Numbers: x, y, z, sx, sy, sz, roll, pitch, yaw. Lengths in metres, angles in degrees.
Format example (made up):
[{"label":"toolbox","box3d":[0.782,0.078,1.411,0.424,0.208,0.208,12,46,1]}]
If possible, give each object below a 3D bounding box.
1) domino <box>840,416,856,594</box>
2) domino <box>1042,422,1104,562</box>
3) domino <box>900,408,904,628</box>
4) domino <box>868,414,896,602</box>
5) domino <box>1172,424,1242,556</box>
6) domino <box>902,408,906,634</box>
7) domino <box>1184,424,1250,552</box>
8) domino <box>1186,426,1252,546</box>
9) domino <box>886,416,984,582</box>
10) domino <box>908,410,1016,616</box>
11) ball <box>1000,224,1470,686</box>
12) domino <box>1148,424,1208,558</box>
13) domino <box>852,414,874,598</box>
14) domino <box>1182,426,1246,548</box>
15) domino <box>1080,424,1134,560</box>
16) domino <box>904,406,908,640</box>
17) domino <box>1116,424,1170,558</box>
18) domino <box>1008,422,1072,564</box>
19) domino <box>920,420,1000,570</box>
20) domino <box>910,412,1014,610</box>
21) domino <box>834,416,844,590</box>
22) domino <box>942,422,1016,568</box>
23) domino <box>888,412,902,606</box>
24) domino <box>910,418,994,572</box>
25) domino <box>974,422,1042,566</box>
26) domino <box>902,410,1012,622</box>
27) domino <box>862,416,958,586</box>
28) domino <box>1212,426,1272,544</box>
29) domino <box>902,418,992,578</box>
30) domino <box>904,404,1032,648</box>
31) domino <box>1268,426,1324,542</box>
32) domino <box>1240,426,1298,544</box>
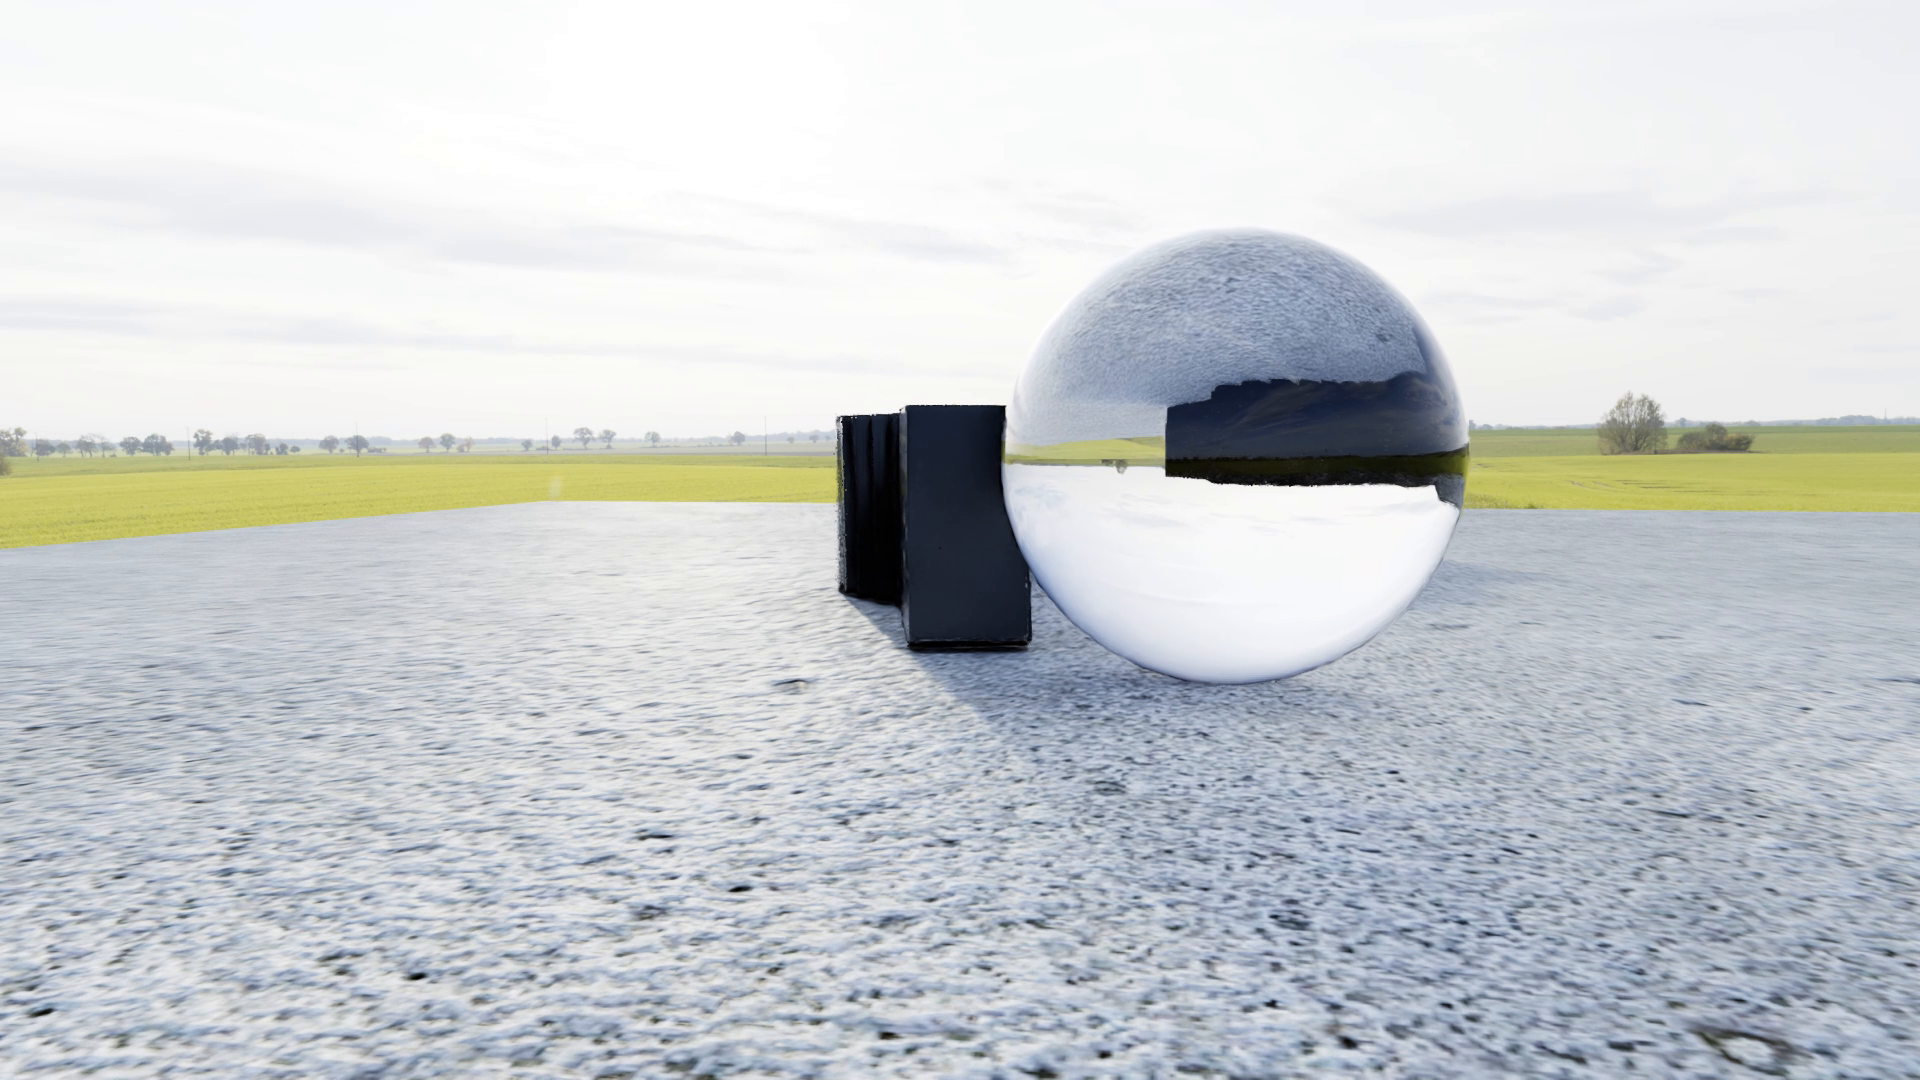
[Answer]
[{"label":"domino","box3d":[-0.021,-0.010,0.366,0.025,0.050,0.009,-1,-12,-10]},{"label":"domino","box3d":[0.041,-0.018,0.476,0.010,0.050,0.025,-3,5,-31]},{"label":"domino","box3d":[-0.001,-0.005,0.299,0.025,0.050,0.010,0,-11,-4]},{"label":"domino","box3d":[-0.011,-0.009,0.348,0.025,0.050,0.009,-1,-12,-10]},{"label":"domino","box3d":[0.097,-0.020,0.500,0.025,0.050,0.010,4,6,45]},{"label":"domino","box3d":[0.000,-0.004,0.289,0.025,0.050,0.010,0,-11,-4]},{"label":"domino","box3d":[0.103,-0.021,0.515,0.025,0.050,0.010,1,4,14]},{"label":"domino","box3d":[0.110,-0.023,0.543,0.025,0.050,0.009,3,5,37]},{"label":"domino","box3d":[-0.008,-0.013,0.398,0.025,0.050,0.010,1,-11,17]},{"label":"domino","box3d":[0.000,-0.007,0.318,0.025,0.050,0.009,0,-11,-4]},{"label":"ball","box3d":[0.047,-0.014,0.227,0.080,0.080,0.080,0,4,0]},{"label":"domino","box3d":[0.084,-0.019,0.493,0.009,0.050,0.025,-2,5,-24]},{"label":"domino","box3d":[-0.017,-0.010,0.357,0.025,0.050,0.009,-1,-12,-10]},{"label":"domino","box3d":[0.105,-0.022,0.529,0.025,0.050,0.009,1,4,9]},{"label":"domino","box3d":[0.055,-0.019,0.483,0.009,0.050,0.025,-2,5,-21]},{"label":"domino","box3d":[0.001,-0.004,0.279,0.025,0.050,0.010,0,-11,-4]},{"label":"domino","box3d":[0.069,-0.019,0.488,0.010,0.050,0.025,-1,5,-19]},{"label":"domino","box3d":[0.029,-0.018,0.468,0.010,0.050,0.025,-3,5,-34]},{"label":"domino","box3d":[0.000,-0.015,0.435,0.025,0.050,0.010,1,3,15]},{"label":"domino","box3d":[0.000,-0.007,0.329,0.025,0.050,0.009,0,-12,-4]},{"label":"domino","box3d":[-0.024,-0.011,0.376,0.025,0.050,0.010,-1,-12,-8]},{"label":"domino","box3d":[0.006,-0.016,0.448,0.025,0.050,0.010,3,5,36]},{"label":"domino","box3d":[-0.005,-0.008,0.339,0.025,0.050,0.009,-1,-12,-10]},{"label":"domino","box3d":[-0.002,-0.014,0.422,0.025,0.050,0.009,1,-2,10]},{"label":"domino","box3d":[0.017,-0.017,0.459,0.010,0.050,0.025,-4,6,-41]},{"label":"domino","box3d":[-0.001,-0.006,0.309,0.025,0.050,0.010,0,-11,-4]},{"label":"domino","box3d":[-0.015,-0.012,0.389,0.025,0.050,0.009,1,-11,12]},{"label":"domino","box3d":[0.121,-0.024,0.553,0.009,0.050,0.025,-3,5,-32]},{"label":"domino","box3d":[-0.004,-0.014,0.409,0.025,0.050,0.010,1,-8,12]},{"label":"domino","box3d":[0.001,-0.003,0.269,0.025,0.050,0.009,0,-11,-4]},{"label":"domino","box3d":[0.148,-0.025,0.567,0.009,0.050,0.025,-2,5,-25]},{"label":"domino","box3d":[0.135,-0.024,0.560,0.009,0.050,0.025,-2,5,-26]}]
